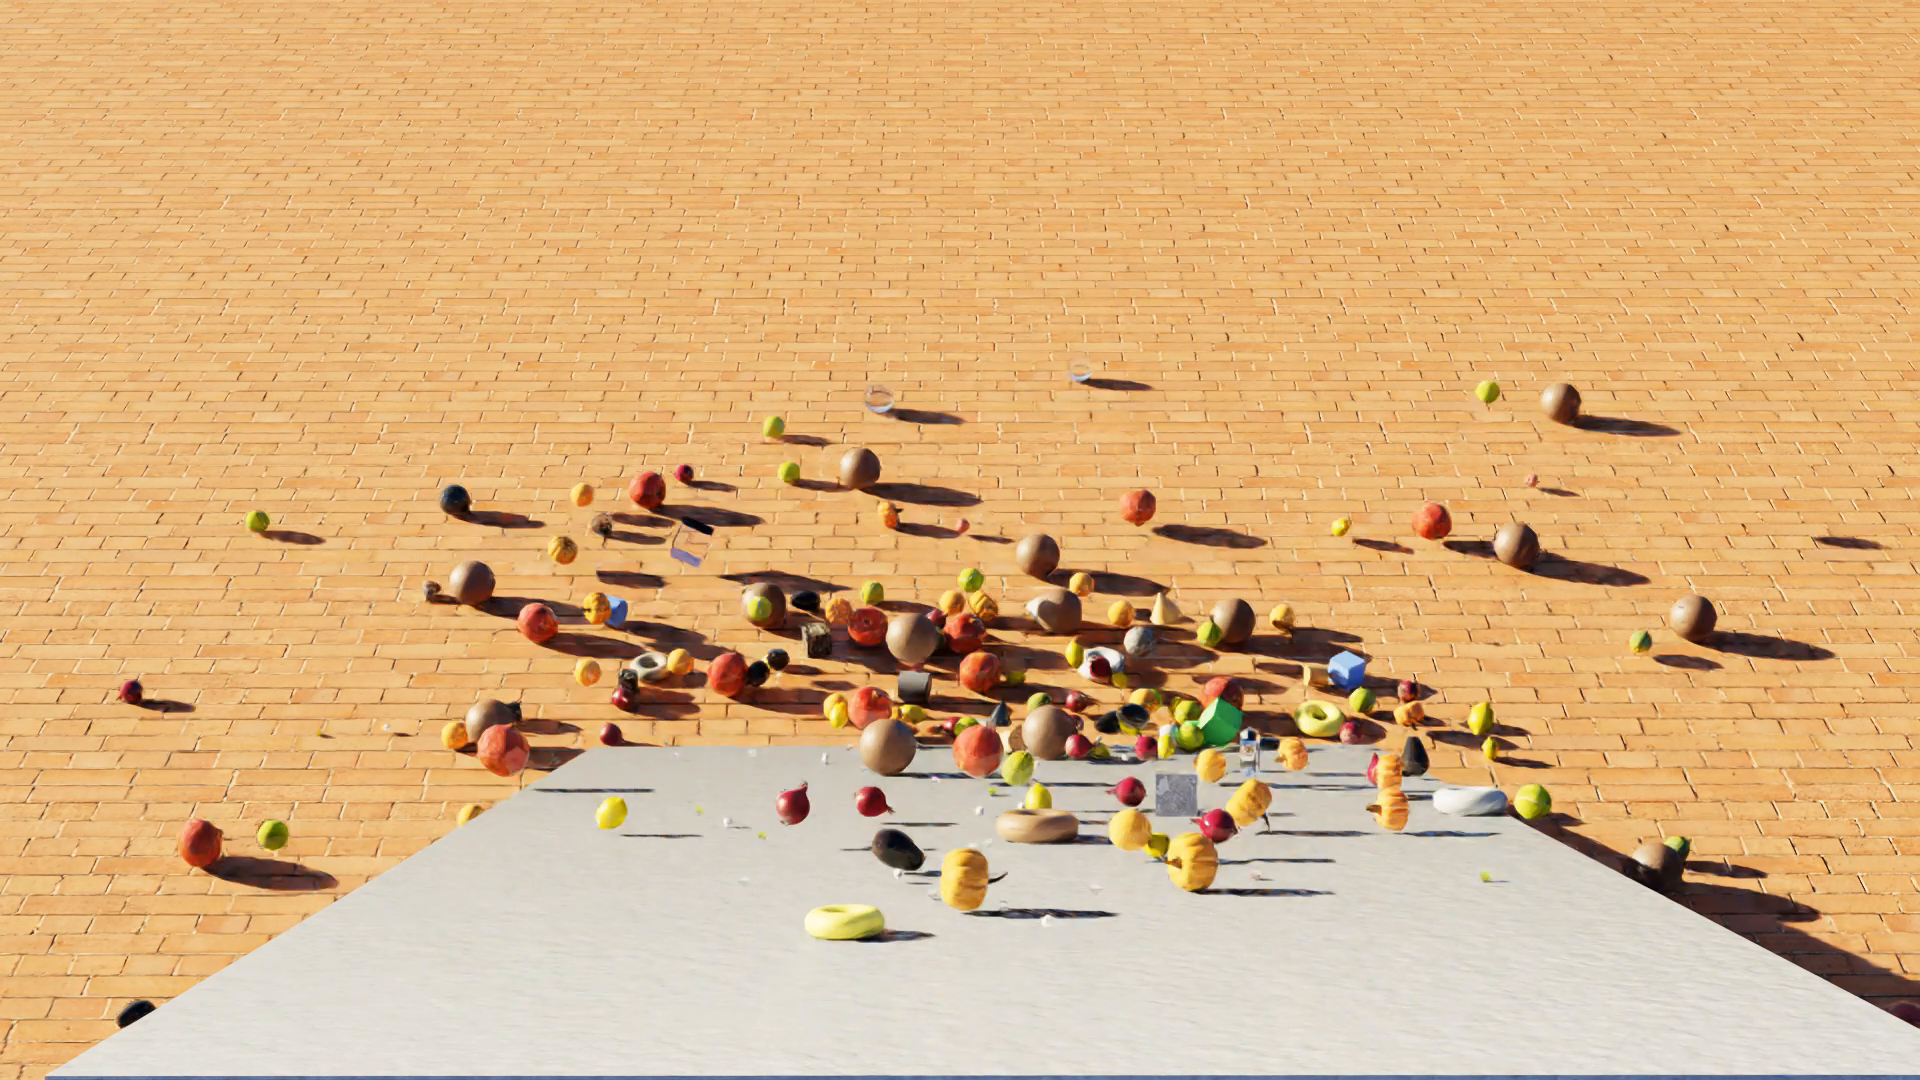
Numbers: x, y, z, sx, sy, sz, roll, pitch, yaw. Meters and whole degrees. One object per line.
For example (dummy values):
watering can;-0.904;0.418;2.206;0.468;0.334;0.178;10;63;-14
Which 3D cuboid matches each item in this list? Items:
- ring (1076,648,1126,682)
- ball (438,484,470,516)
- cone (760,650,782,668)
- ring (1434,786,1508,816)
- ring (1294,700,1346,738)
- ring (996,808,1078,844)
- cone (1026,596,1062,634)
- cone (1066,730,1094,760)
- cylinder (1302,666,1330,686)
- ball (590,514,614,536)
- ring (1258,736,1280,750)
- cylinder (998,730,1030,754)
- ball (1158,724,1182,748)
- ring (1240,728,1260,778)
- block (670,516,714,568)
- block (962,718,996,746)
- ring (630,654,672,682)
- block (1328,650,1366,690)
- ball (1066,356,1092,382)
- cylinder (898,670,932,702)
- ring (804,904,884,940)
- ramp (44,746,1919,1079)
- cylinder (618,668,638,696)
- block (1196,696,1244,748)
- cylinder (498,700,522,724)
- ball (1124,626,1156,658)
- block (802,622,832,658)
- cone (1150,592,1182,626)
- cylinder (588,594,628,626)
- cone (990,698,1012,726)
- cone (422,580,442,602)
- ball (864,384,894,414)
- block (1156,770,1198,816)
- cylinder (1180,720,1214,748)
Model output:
ring;0.389;0.342;7.099;0.139;0.046;0.139;0;29;0
ball;-1.541;-0.121;7.877;0.096;0.096;0.096;0;29;0
cone;-0.530;0.333;7.135;0.056;0.056;0.056;-15;20;30
ring;1.000;0.511;5.069;0.144;0.048;0.144;-1;0;0
ring;0.954;0.475;6.863;0.138;0.046;0.138;1;30;-1
ring;0.138;0.512;4.632;0.150;0.050;0.150;0;1;0
cone;0.243;0.228;7.305;0.100;0.100;0.100;-3;56;-5
cone;0.291;0.494;6.282;0.070;0.070;0.070;0;0;0
cylinder;0.967;0.369;7.027;0.055;0.055;0.055;3;28;-11
ball;-1.076;-0.048;7.776;0.066;0.066;0.066;0;29;0
ring;0.769;0.514;6.551;0.083;0.028;0.083;1;-1;0
cylinder;0.132;0.496;6.363;0.059;0.059;0.059;-16;0;-26
ball;0.534;0.498;6.587;0.059;0.059;0.059;0;29;0
ring;0.625;0.458;5.573;0.036;0.108;0.108;-2;28;15
block;-0.783;0.007;7.551;0.095;0.095;0.095;23;62;-1
block;0.049;0.495;6.674;0.065;0.065;0.065;0;0;24
ring;-0.847;0.351;7.091;0.120;0.040;0.120;-1;29;1
block;1.054;0.356;7.050;0.069;0.069;0.069;-23;36;-35
ball;0.402;-0.574;8.698;0.085;0.085;0.085;0;29;0
cylinder;-0.123;0.394;6.971;0.079;0.079;0.079;5;30;9
ring;-0.158;0.524;3.544;0.110;0.037;0.110;-1;1;0
ramp;0.066;0.587;4.636;2.000;0.100;4.000;0;0;0
cylinder;-0.900;0.385;7.014;0.054;0.054;0.054;0;29;0
block;0.654;0.461;6.506;0.077;0.077;0.077;33;35;-8
cylinder;-1.195;0.458;6.875;0.053;0.053;0.053;-13;32;-16
ball;0.492;0.278;7.068;0.085;0.085;0.085;0;29;0
block;-0.399;0.276;7.195;0.068;0.068;0.068;-7;30;-13
cone;0.567;0.175;7.219;0.091;0.091;0.091;-12;35;8
cylinder;-0.993;0.198;7.305;0.080;0.080;0.080;7;29;26
cone;0.110;0.449;6.838;0.066;0.066;0.066;6;21;-2
cone;-1.530;0.157;7.443;0.058;0.058;0.058;5;52;9
ball;-0.265;-0.464;8.488;0.097;0.097;0.097;0;29;0
block;0.423;0.494;5.048;0.080;0.080;0.080;0;0;6
cylinder;0.607;0.493;6.581;0.066;0.066;0.066;1;27;-25
